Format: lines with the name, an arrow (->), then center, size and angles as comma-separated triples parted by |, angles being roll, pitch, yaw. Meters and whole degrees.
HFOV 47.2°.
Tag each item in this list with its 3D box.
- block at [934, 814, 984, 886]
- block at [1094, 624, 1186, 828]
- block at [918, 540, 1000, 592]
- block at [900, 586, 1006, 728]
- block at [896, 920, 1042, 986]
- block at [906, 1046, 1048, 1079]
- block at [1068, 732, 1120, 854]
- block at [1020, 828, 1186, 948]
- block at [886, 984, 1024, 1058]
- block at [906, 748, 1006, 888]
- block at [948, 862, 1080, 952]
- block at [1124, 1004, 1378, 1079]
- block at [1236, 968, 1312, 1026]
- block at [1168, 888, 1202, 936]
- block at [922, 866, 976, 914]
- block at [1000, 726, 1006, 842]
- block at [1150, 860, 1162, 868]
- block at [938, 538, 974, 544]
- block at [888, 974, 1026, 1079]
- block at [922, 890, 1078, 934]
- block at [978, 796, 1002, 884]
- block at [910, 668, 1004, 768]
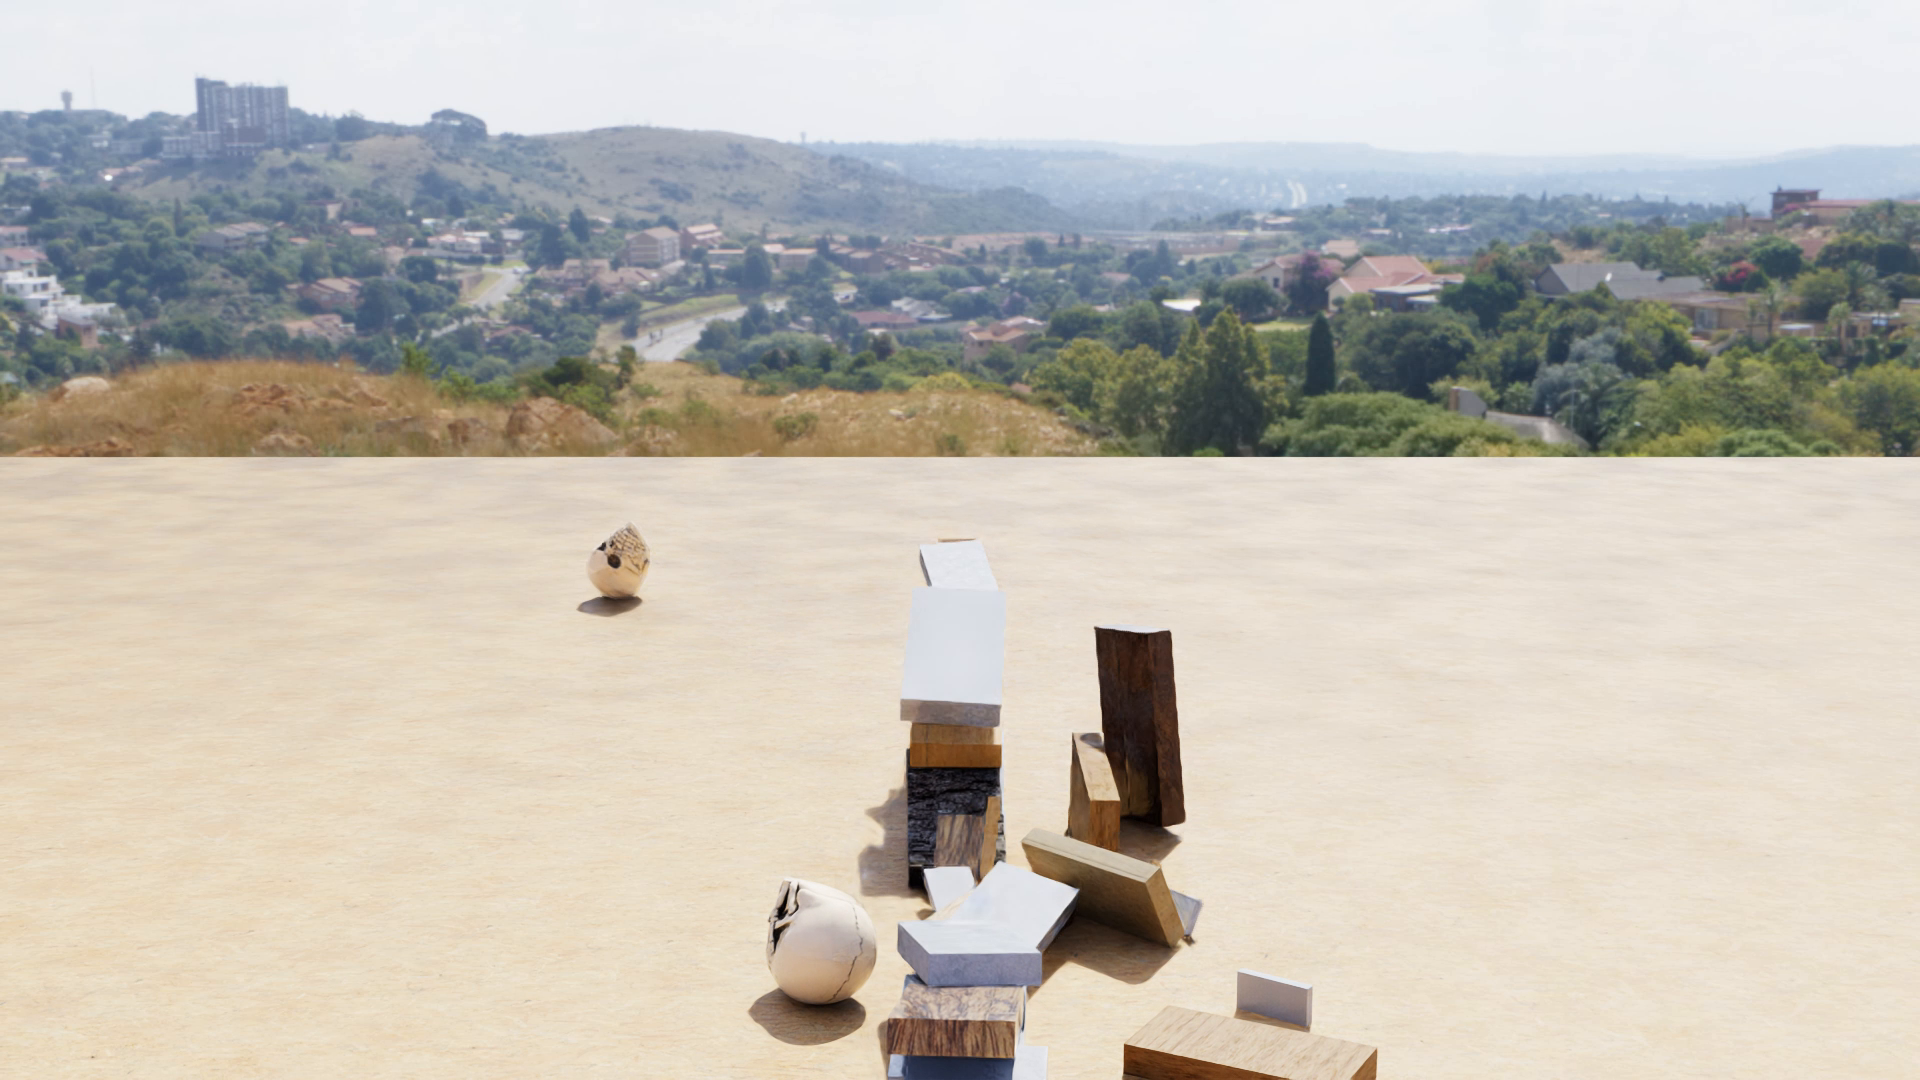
block -> -0.004, 0.531, 3.669 | 0.076, 0.022, 0.152 | 1, 52, 5
block -> 0.328, 0.335, 4.019 | 0.050, 0.352, 0.176 | -8, 5, -29
block -> 0.002, 0.085, 4.314 | 0.125, 0.035, 0.250 | -5, 32, -10
block -> -0.009, 0.208, 4.003 | 0.176, 0.050, 0.352 | 4, 33, 1
block -> 0.009, 0.573, 3.060 | 0.152, 0.043, 0.304 | 2, -2, -10
block -> 0.011, 0.711, 2.570 | 0.169, 0.048, 0.338 | 1, 24, 4
block -> 0.230, 0.474, 3.809 | 0.050, 0.176, 0.415 | 2, 10, -1
block -> 0.225, 0.551, 3.497 | 0.273, 0.136, 0.039 | 11, 42, 46
block -> -0.001, 0.601, 2.763 | 0.152, 0.043, 0.304 | 1, -4, 4
block -> -0.009, 0.479, 3.830 | 0.164, 0.046, 0.328 | 0, 31, -2
block -> 0.072, 0.581, 3.347 | 0.136, 0.039, 0.273 | 18, 21, 16
block -> 0.390, 0.700, 2.958 | 0.304, 0.043, 0.152 | 6, 12, 28
block -> 0.451, 0.656, 3.157 | 0.113, 0.057, 0.016 | 8, 13, 36
block -> 0.335, 0.589, 3.518 | 0.016, 0.057, 0.113 | 25, -7, -37
block -> -0.009, 0.580, 3.555 | 0.076, 0.022, 0.152 | -2, 26, -11
block -> -0.002, 0.425, 4.006 | 0.164, 0.046, 0.328 | 0, 40, 0
block -> 0.299, 0.569, 3.637 | 0.016, 0.057, 0.113 | 45, 18, 3
block -> -0.005, 0.060, 4.481 | 0.071, 0.020, 0.142 | -2, 52, -2
block -> 0.001, 0.660, 2.899 | 0.169, 0.048, 0.337 | 0, 11, 2
block -> 0.061, 0.598, 3.434 | 0.136, 0.039, 0.273 | 21, 19, 24
block -> 0.048, 0.507, 3.618 | 0.022, 0.076, 0.152 | 6, 56, 2
block -> -0.003, 0.315, 4.028 | 0.164, 0.046, 0.328 | 1, 23, 1
